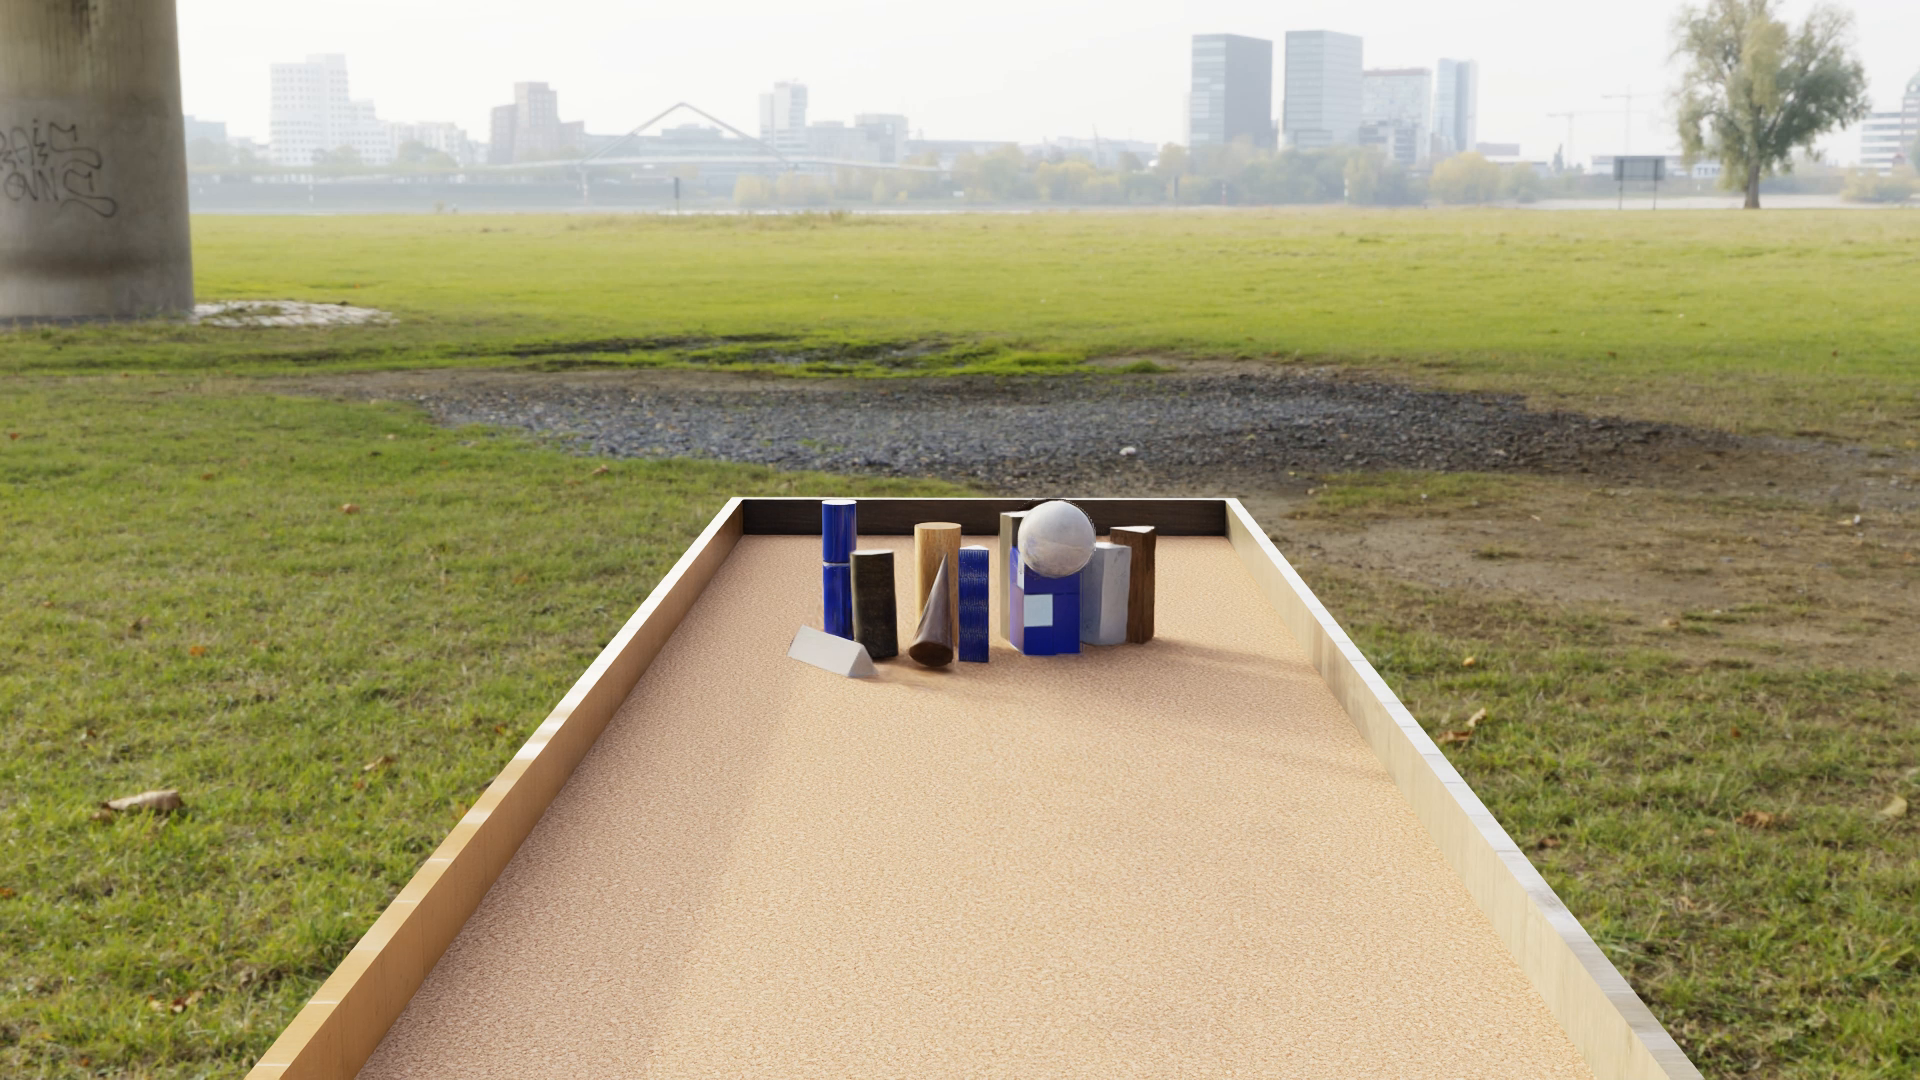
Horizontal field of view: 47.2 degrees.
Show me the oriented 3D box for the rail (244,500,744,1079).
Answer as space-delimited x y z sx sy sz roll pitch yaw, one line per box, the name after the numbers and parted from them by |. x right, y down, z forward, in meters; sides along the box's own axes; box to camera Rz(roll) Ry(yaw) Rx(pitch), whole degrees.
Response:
-1.004 0.839 3.234 0.050 0.150 12.000 0 9 1 | rail

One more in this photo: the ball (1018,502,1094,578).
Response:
0.289 -0.001 6.623 0.233 0.233 0.233 0 9 0 | ball

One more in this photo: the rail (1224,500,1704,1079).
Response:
1.046 0.843 3.208 0.050 0.150 12.000 0 9 1 | rail

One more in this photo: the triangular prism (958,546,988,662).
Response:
0.047 0.192 6.688 0.091 0.347 0.079 1 9 9 | triangular prism

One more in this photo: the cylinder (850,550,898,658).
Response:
-0.262 0.196 6.723 0.135 0.319 0.135 -3 5 0 | cylinder

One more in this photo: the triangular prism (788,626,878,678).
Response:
-0.385 0.331 6.609 0.107 0.093 0.350 -6 11 -34 | triangular prism

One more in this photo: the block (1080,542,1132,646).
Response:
0.451 0.169 6.939 0.116 0.307 0.116 -2 8 -40 | block

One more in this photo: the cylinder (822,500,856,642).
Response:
-0.378 0.102 6.931 0.108 0.448 0.108 0 9 0 | cylinder

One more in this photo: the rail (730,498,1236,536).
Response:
0.099 -0.098 9.147 2.100 0.150 0.050 0 9 1 | rail

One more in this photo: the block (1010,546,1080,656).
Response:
0.263 0.185 6.840 0.179 0.312 0.179 -2 8 -12 | block

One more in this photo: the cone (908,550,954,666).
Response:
-0.063 0.184 6.665 0.135 0.384 0.135 6 -34 4 | cone

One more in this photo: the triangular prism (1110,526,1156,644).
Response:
0.575 0.138 6.999 0.127 0.355 0.147 -7 11 -41 | triangular prism

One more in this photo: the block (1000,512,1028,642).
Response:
0.203 0.116 6.981 0.118 0.401 0.118 -3 8 -19 | block

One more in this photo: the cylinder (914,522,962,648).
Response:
-0.069 0.141 6.918 0.145 0.376 0.145 0 9 0 | cylinder
